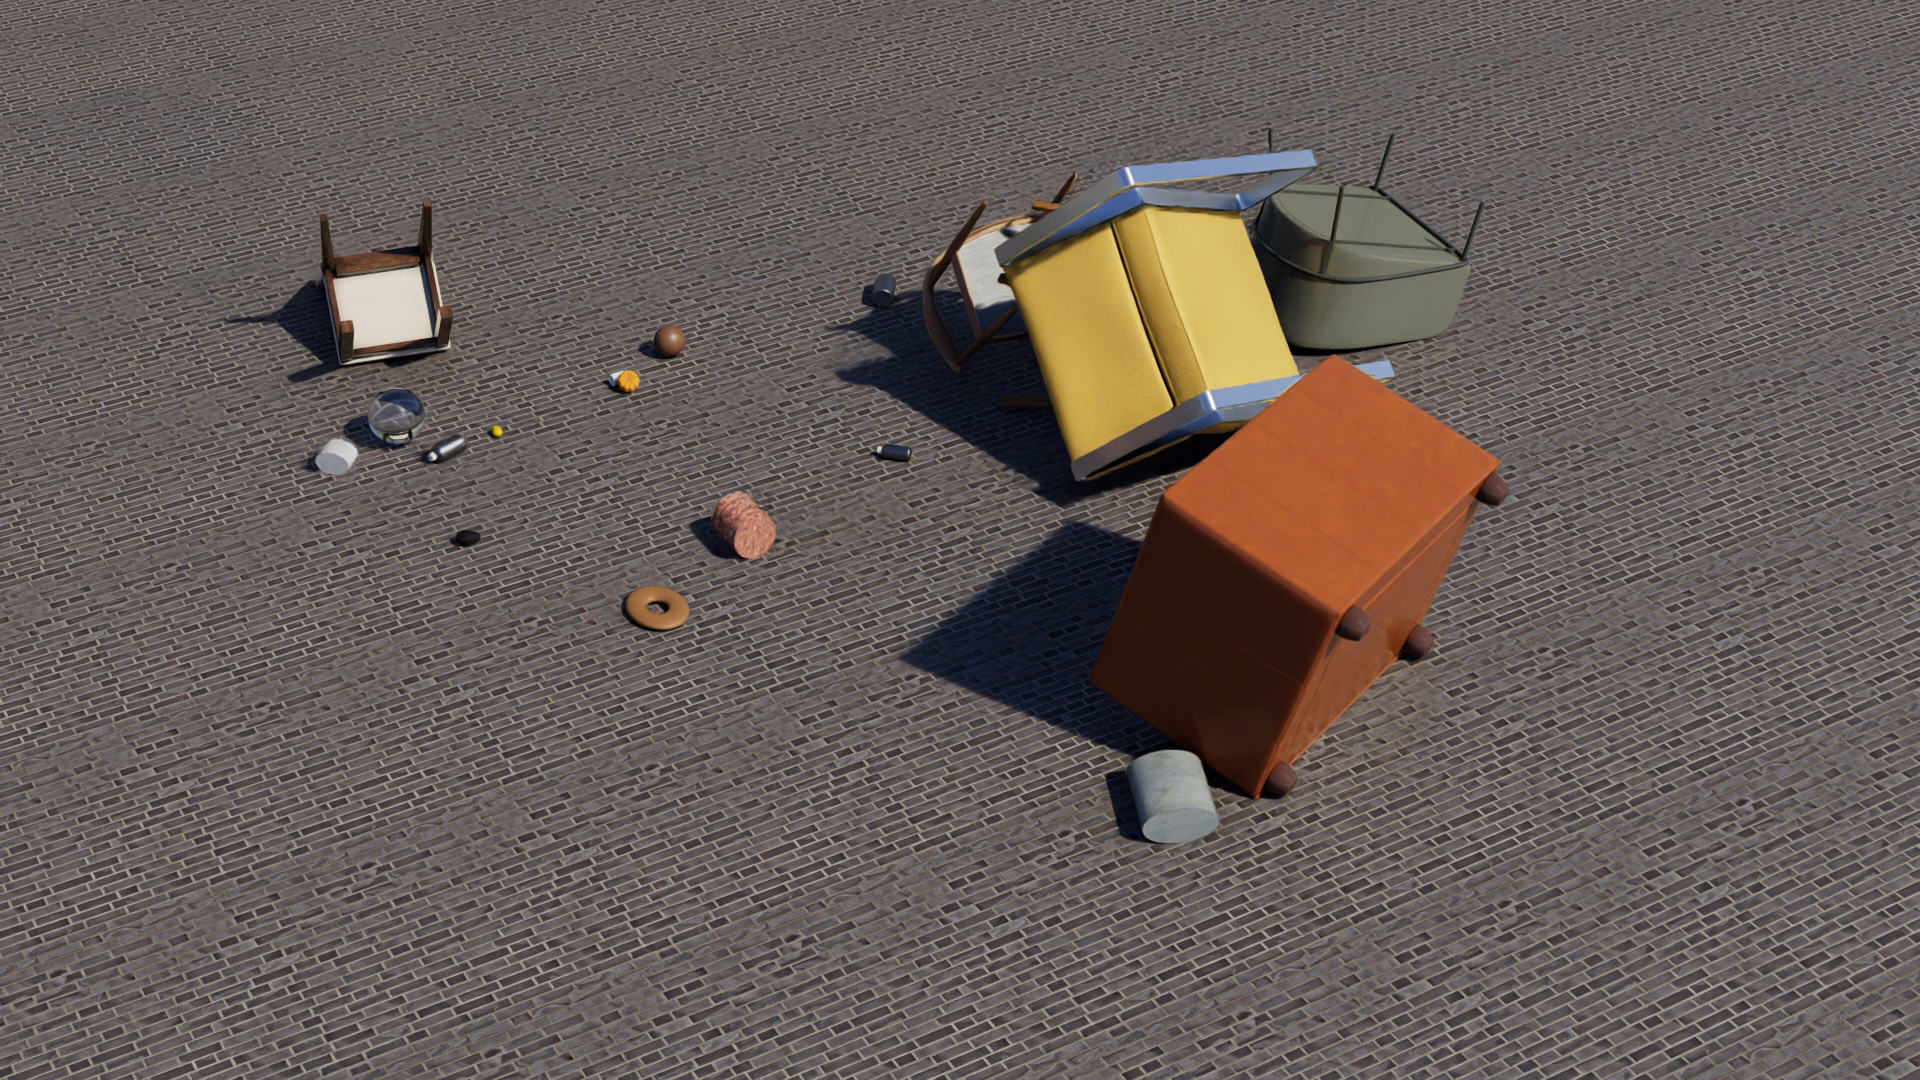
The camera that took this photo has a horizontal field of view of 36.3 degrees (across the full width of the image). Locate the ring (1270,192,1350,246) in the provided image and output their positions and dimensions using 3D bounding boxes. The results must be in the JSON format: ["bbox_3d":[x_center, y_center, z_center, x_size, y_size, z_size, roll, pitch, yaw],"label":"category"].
[{"bbox_3d":[1.549,-1.420,12.959,0.387,0.156,0.311,-26,40,-32],"label":"ring"}]

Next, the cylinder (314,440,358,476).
[{"bbox_3d":[-2.412,-0.320,11.340,0.137,0.100,0.099,10,35,7],"label":"cylinder"}]

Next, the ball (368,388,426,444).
[{"bbox_3d":[-2.206,-0.486,11.478,0.224,0.224,0.224,0,33,0],"label":"ball"}]

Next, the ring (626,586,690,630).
[{"bbox_3d":[-1.088,0.243,10.540,0.217,0.039,0.281,-18,38,-26],"label":"ring"}]

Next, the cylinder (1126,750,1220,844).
[{"bbox_3d":[0.691,0.834,9.548,0.251,0.143,0.307,-7,34,-4],"label":"cylinder"}]
